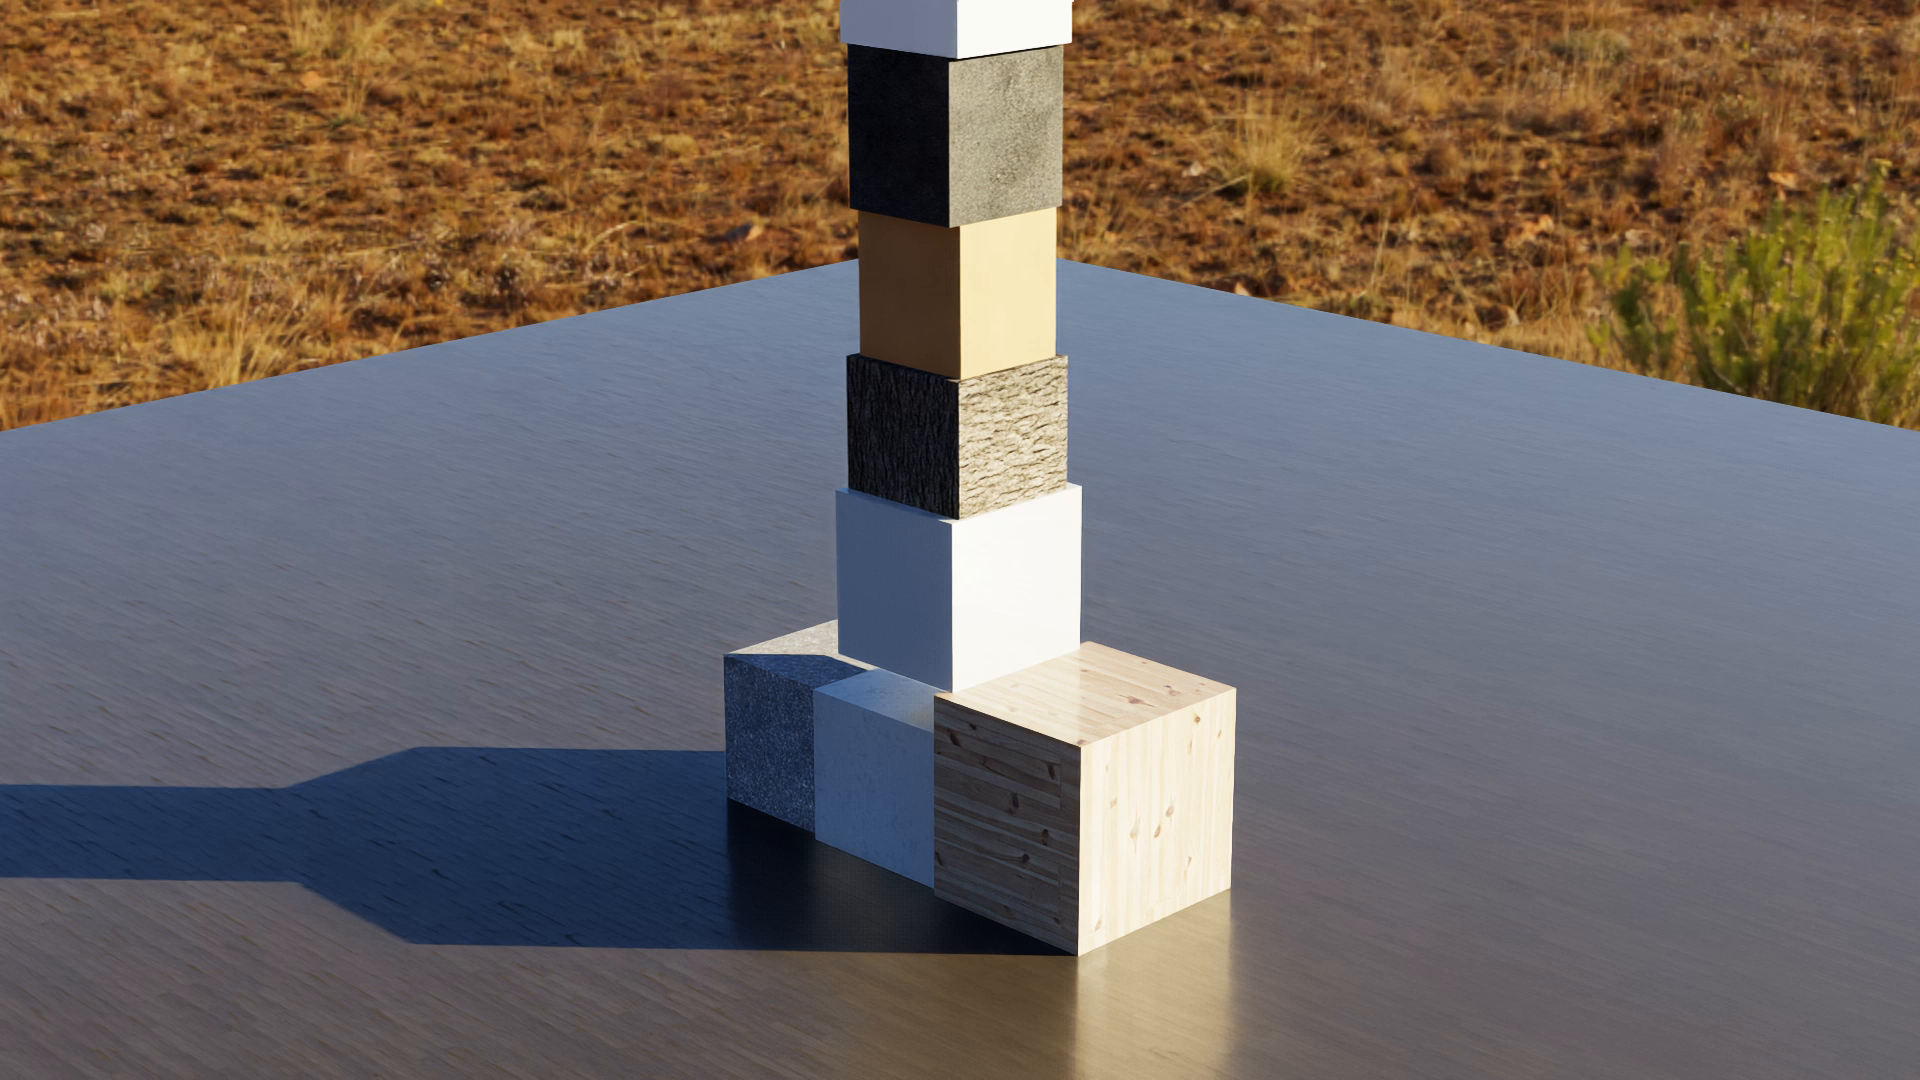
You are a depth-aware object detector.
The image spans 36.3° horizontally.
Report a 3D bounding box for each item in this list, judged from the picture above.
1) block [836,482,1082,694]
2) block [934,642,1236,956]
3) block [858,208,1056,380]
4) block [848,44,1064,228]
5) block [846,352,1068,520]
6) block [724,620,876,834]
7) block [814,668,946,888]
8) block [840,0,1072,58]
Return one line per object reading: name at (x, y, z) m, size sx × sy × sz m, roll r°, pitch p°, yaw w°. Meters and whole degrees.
block at (-0.005, 0.139, 13.383) m, size 0.825 × 0.783 × 0.748 m, roll -17°, pitch 24°, yaw -42°
block at (0.556, 1.132, 13.134) m, size 1.014 × 0.965 × 0.887 m, roll -17°, pitch 24°, yaw -42°
block at (-0.013, -1.142, 12.981) m, size 0.593 × 0.671 × 0.638 m, roll -17°, pitch 24°, yaw -42°
block at (-0.018, -1.805, 12.771) m, size 0.698 × 0.719 × 0.621 m, roll -17°, pitch 24°, yaw -42°
block at (-0.013, -0.527, 13.170) m, size 0.686 × 0.616 × 0.710 m, roll -17°, pitch 24°, yaw -42°
block at (-0.607, 0.889, 14.282) m, size 0.825 × 0.739 × 0.682 m, roll -17°, pitch 24°, yaw -42°
block at (-0.083, 1.053, 13.737) m, size 0.852 × 0.754 × 0.844 m, roll -17°, pitch 24°, yaw -42°
block at (-0.019, -2.492, 12.559) m, size 0.692 × 0.718 × 0.717 m, roll -17°, pitch 24°, yaw -42°
